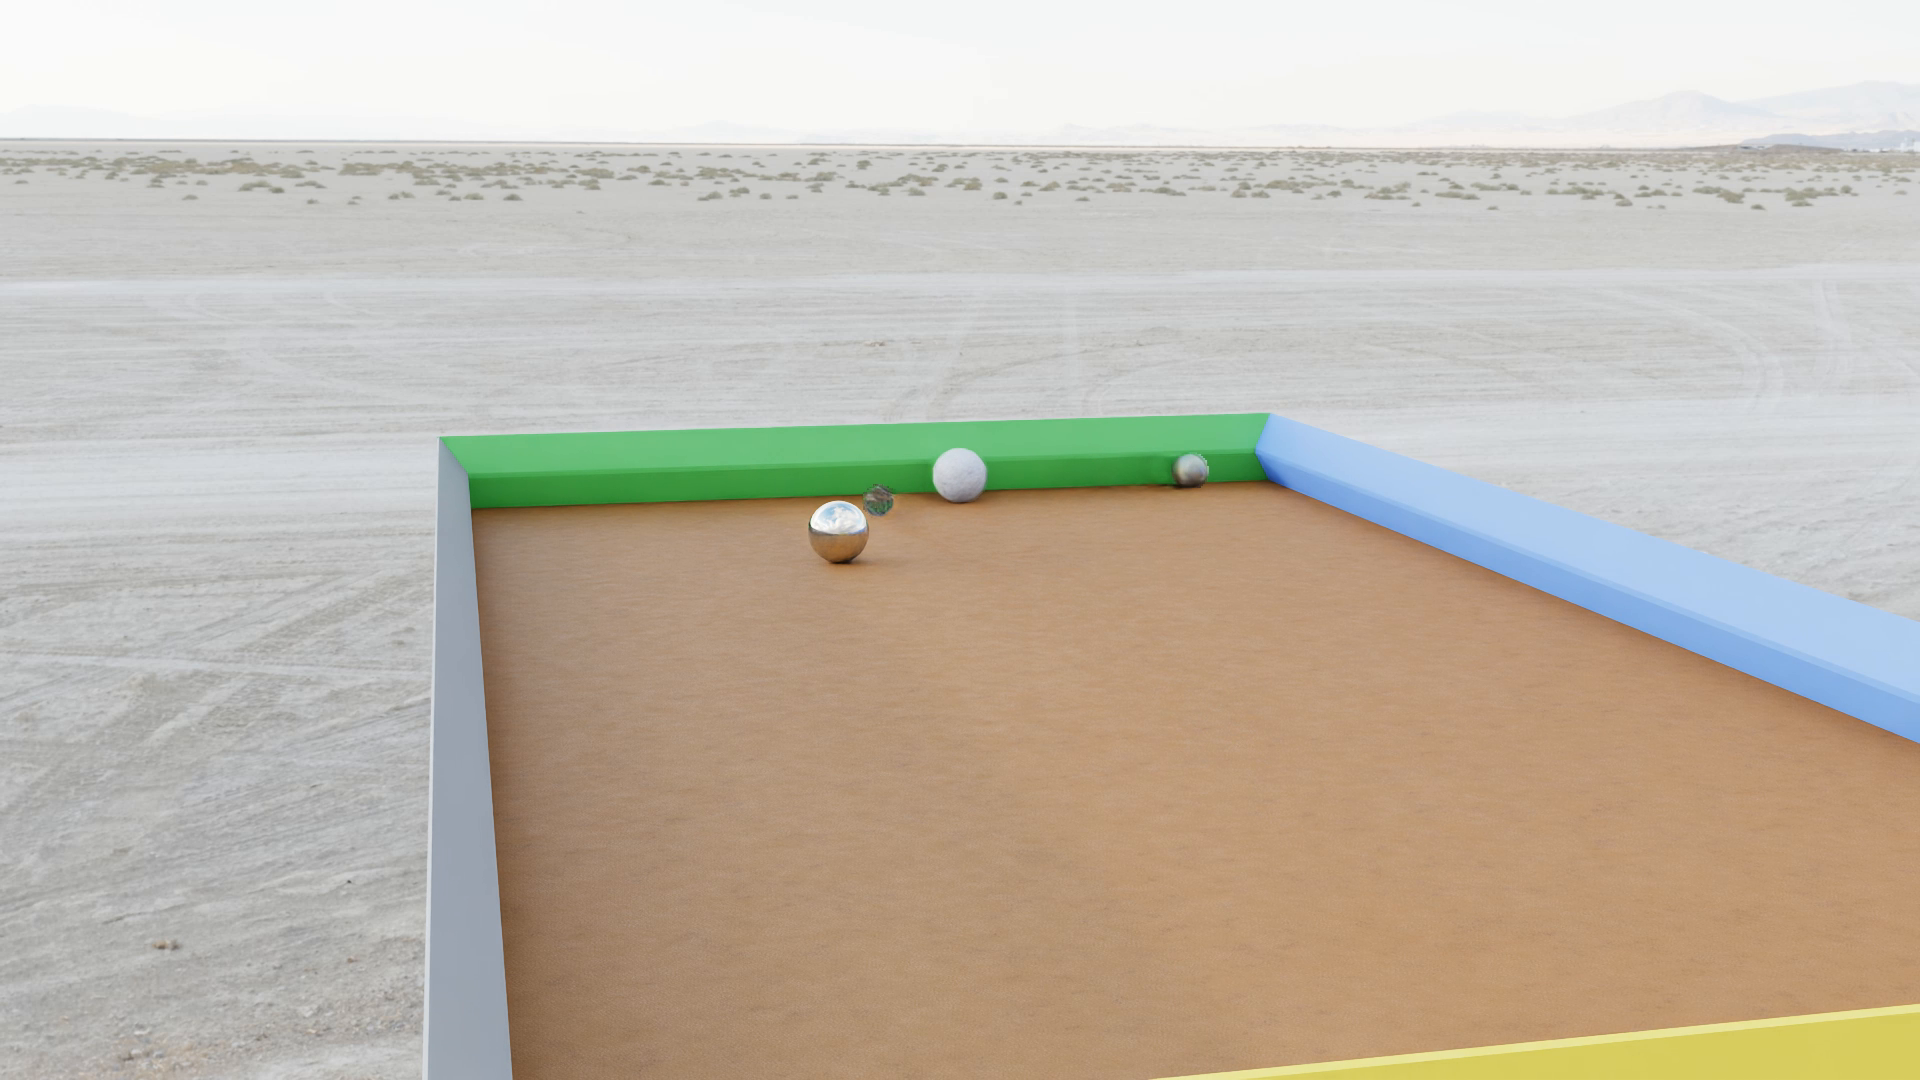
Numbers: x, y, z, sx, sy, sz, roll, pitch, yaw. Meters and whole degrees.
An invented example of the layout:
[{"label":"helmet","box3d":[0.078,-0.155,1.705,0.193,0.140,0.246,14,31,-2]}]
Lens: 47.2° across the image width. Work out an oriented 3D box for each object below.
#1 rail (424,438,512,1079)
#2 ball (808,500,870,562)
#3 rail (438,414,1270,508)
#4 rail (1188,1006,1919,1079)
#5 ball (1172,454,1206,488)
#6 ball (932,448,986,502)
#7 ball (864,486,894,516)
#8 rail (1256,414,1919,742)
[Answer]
[{"label":"rail","box3d":[-0.521,0.116,2.287,0.045,0.117,2.619,-2,10,-13]},{"label":"ball","box3d":[-0.171,-0.012,3.089,0.087,0.087,0.087,0,10,0]},{"label":"rail","box3d":[-0.142,-0.132,3.672,1.419,0.117,0.045,-2,10,-13]},{"label":"rail","box3d":[0.437,0.310,1.206,1.419,0.117,0.045,-2,10,-13]},{"label":"ball","box3d":[0.391,-0.117,3.758,0.059,0.059,0.059,0,10,0]},{"label":"ball","box3d":[-0.001,-0.106,3.611,0.090,0.090,0.090,0,10,0]},{"label":"ball","box3d":[-0.129,-0.061,3.480,0.046,0.046,0.046,0,10,0]},{"label":"rail","box3d":[0.816,0.062,2.591,0.045,0.117,2.619,-2,10,-13]}]
